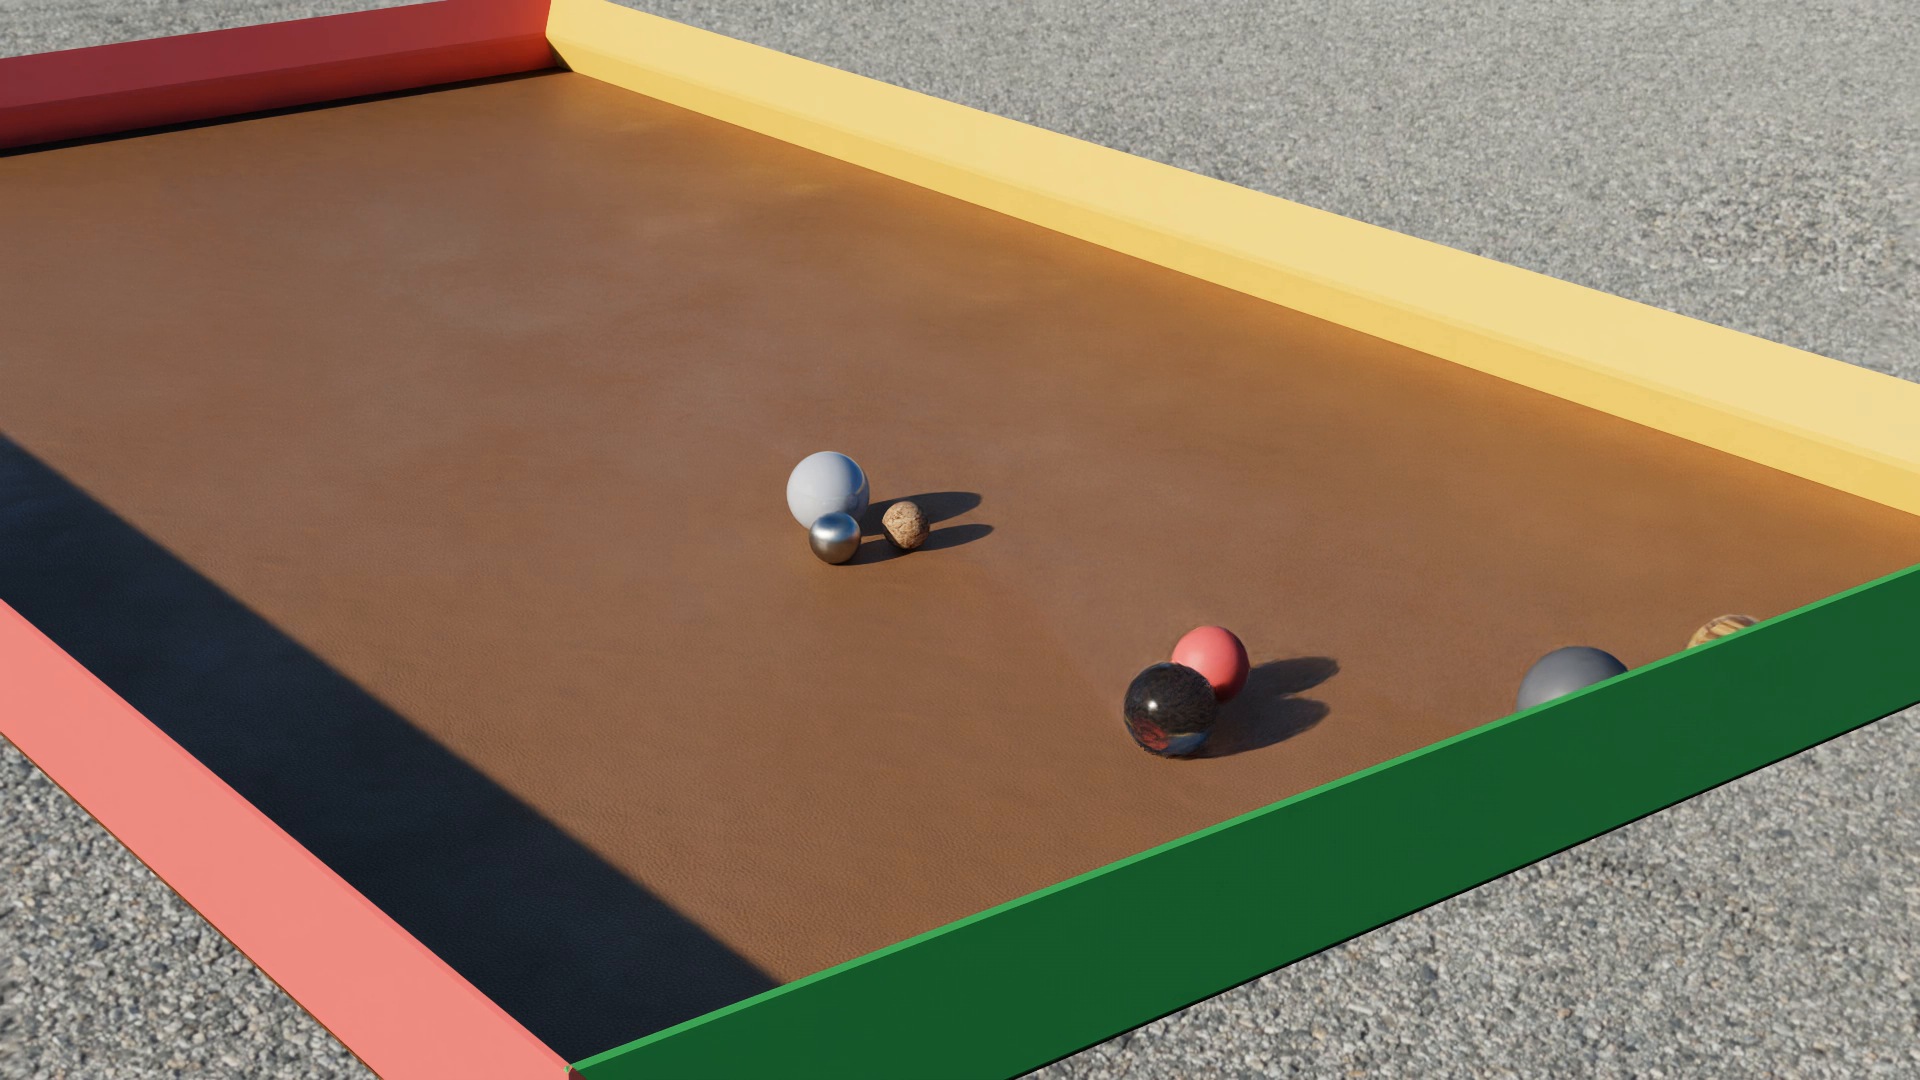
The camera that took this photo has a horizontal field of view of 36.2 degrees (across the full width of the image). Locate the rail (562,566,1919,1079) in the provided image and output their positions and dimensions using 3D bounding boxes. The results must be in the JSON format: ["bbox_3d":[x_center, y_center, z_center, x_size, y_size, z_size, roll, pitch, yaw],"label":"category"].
[{"bbox_3d":[0.401,0.161,2.074,1.581,0.121,0.045,-16,26,-35],"label":"rail"}]

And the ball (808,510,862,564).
[{"bbox_3d":[-0.110,-0.002,2.599,0.047,0.047,0.047,0,21,0],"label":"ball"}]

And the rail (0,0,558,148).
[{"bbox_3d":[-1.231,-0.608,4.051,1.581,0.121,0.045,-16,26,-35],"label":"rail"}]

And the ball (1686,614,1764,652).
[{"bbox_3d":[0.606,0.098,2.297,0.079,0.079,0.079,0,21,0],"label":"ball"}]

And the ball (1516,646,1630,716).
[{"bbox_3d":[0.464,0.126,2.204,0.093,0.093,0.093,0,21,0],"label":"ball"}]

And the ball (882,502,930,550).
[{"bbox_3d":[-0.048,-0.013,2.631,0.043,0.043,0.043,0,21,0],"label":"ball"}]

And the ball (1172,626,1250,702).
[{"bbox_3d":[0.197,0.098,2.320,0.061,0.061,0.061,0,21,0],"label":"ball"}]

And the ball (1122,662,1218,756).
[{"bbox_3d":[0.159,0.128,2.229,0.072,0.072,0.072,0,21,0],"label":"ball"}]

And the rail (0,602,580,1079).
[{"bbox_3d":[-1.023,-0.054,2.627,0.045,0.121,2.724,-16,26,-35],"label":"rail"}]

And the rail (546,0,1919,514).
[{"bbox_3d":[0.192,-0.393,3.498,0.045,0.121,2.724,-16,26,-35],"label":"rail"}]

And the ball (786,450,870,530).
[{"bbox_3d":[-0.119,-0.043,2.663,0.076,0.076,0.076,0,21,0],"label":"ball"}]
